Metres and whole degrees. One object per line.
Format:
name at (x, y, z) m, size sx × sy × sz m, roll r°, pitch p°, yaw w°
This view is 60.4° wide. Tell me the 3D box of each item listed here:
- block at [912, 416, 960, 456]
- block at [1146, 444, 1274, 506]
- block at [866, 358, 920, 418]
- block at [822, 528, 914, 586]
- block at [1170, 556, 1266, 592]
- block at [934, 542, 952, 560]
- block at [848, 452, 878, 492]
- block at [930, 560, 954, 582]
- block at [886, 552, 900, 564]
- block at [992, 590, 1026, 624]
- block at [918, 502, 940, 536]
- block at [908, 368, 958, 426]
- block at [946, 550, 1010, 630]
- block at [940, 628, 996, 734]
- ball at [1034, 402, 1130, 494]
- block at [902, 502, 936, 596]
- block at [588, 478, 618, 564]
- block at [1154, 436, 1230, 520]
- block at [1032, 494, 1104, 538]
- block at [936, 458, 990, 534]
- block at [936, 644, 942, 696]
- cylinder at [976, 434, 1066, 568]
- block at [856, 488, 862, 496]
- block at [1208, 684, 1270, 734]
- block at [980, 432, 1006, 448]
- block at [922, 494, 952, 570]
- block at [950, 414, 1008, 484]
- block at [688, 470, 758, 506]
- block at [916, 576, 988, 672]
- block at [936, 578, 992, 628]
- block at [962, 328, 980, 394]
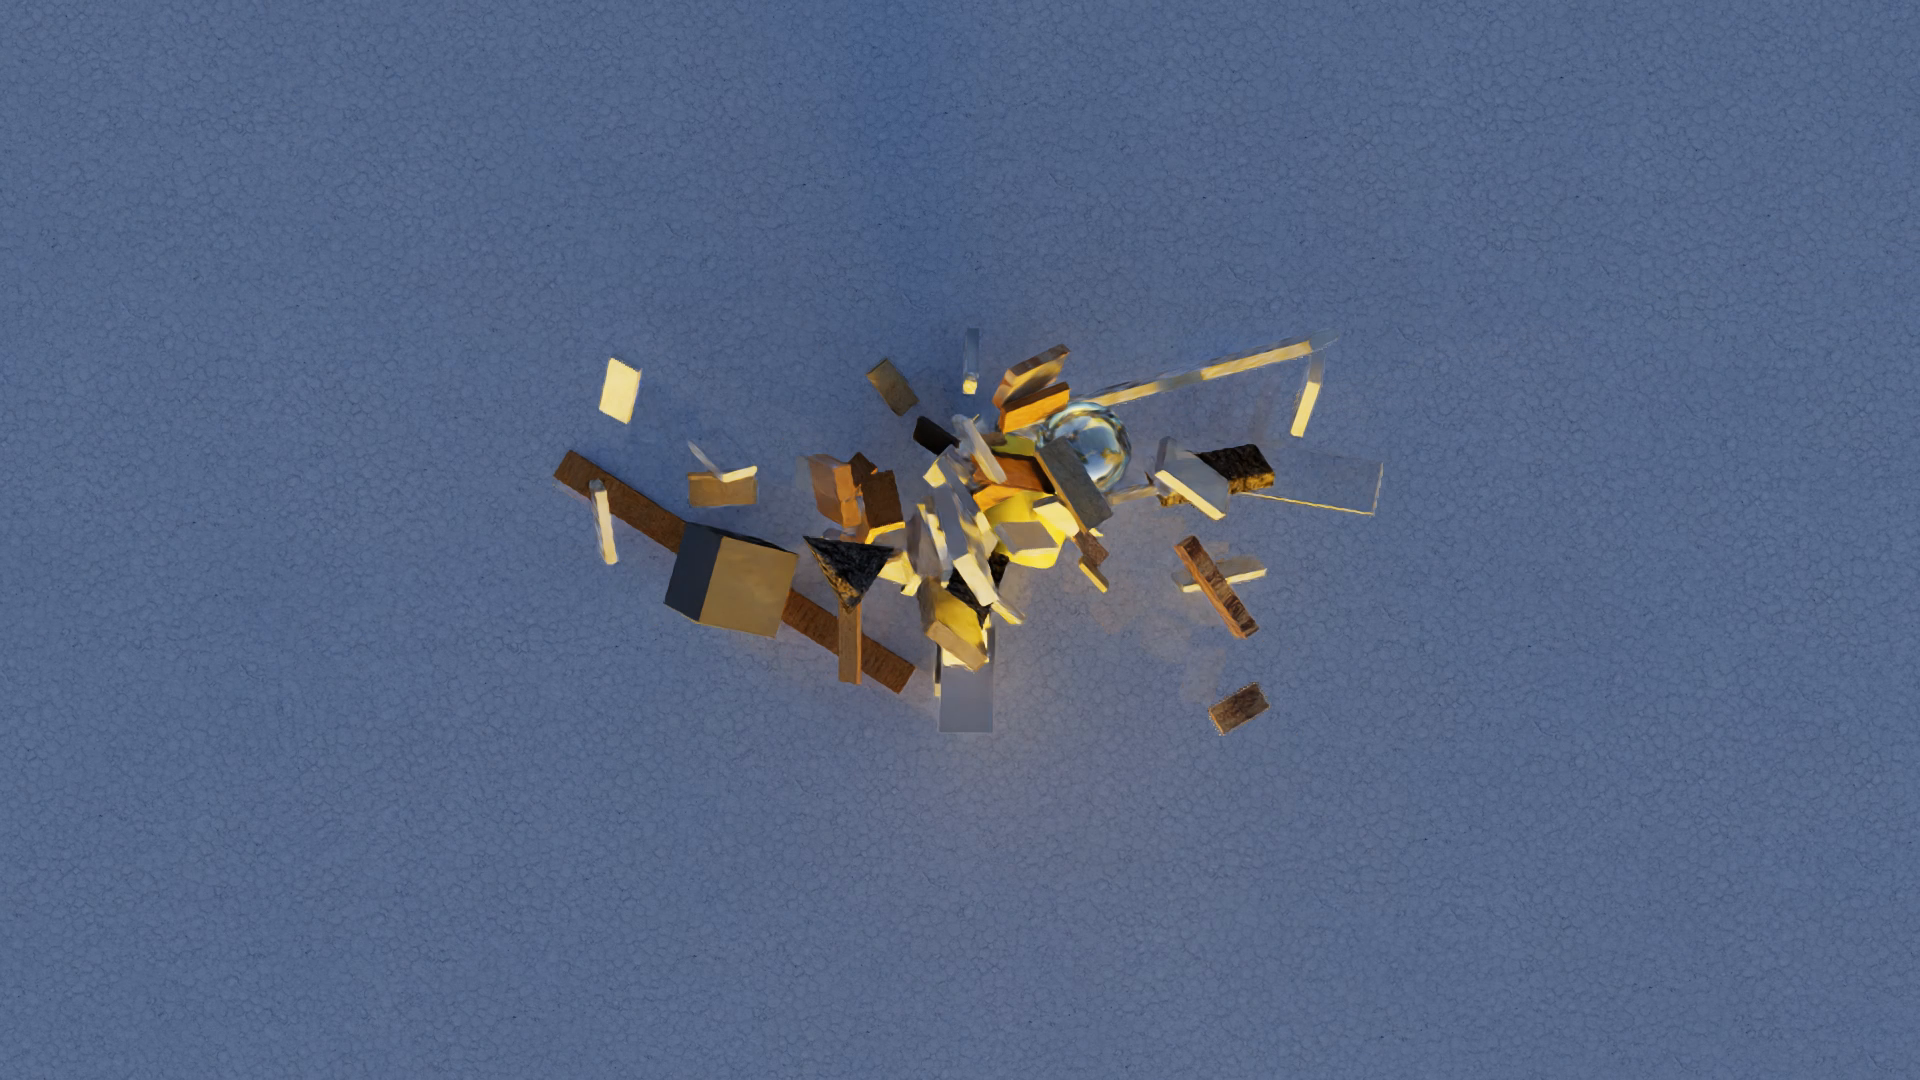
block at (-0.066, -0.277, 4.564) m, size 0.140 × 0.020 × 0.070 m, roll 35°, pitch 127°, yaw 25°
block at (0.711, -0.186, 4.700) m, size 0.327 × 0.163 × 0.046 m, roll -11°, pitch 125°, yaw -6°
block at (-0.222, -0.502, 5.449) m, size 0.088 × 0.025 × 0.176 m, roll -39°, pitch 107°, yaw -5°
block at (-0.291, 0.051, 5.213) m, size 0.282 × 0.141 × 0.040 m, roll 16°, pitch 60°, yaw 22°
block at (0.847, 0.111, 5.408) m, size 0.301 × 0.090 × 0.026 m, roll -11°, pitch 124°, yaw -18°
block at (0.011, 0.045, 5.361) m, size 0.141 × 0.282 × 0.040 m, roll -31°, pitch 116°, yaw 3°
block at (-0.330, -0.189, 5.003) m, size 0.075 × 0.021 × 0.149 m, roll 42°, pitch 79°, yaw 14°
block at (-0.049, 0.093, 5.045) m, size 0.111 × 0.055 × 0.016 m, roll -35°, pitch 78°, yaw 24°
block at (-0.239, 0.059, 4.949) m, size 0.111 × 0.055 × 0.016 m, roll -13°, pitch 110°, yaw -19°
block at (0.116, 0.193, 5.123) m, size 0.181 × 0.090 × 0.026 m, roll 42°, pitch 74°, yaw -14°
block at (-0.087, -0.063, 4.955) m, size 0.016 × 0.055 × 0.111 m, roll -36°, pitch 117°, yaw -32°
block at (-0.089, -0.476, 5.477) m, size 0.088 × 0.025 × 0.176 m, roll -32°, pitch 95°, yaw 4°
block at (0.029, 0.152, 4.731) m, size 0.138 × 0.039 × 0.275 m, roll 21°, pitch 71°, yaw 1°
block at (0.023, 0.436, 5.157) m, size 0.164 × 0.047 × 0.328 m, roll 2°, pitch 85°, yaw 0°
ball at (0.341, -0.253, 4.584) m, size 0.266 × 0.266 × 0.266 m, roll 0°, pitch 90°, yaw 0°
block at (-0.134, 0.026, 5.362) m, size 0.040 × 0.141 × 0.282 m, roll 16°, pitch 56°, yaw -16°
block at (-0.967, -0.050, 4.469) m, size 0.030 × 0.104 × 0.209 m, roll -12°, pitch 114°, yaw -18°
block at (0.617, -0.165, 4.373) m, size 0.236 × 0.033 × 0.118 m, roll 34°, pitch 50°, yaw -26°
block at (0.286, -0.058, 4.358) m, size 0.183 × 0.091 × 0.026 m, roll 35°, pitch 57°, yaw -33°
block at (0.007, -0.118, 4.333) m, size 0.029 × 0.101 × 0.202 m, roll -33°, pitch 60°, yaw -2°
block at (0.004, 0.409, 5.339) m, size 0.164 × 0.329 × 0.047 m, roll 0°, pitch 113°, yaw 0°
cylinder at (0.193, -0.117, 4.897) m, size 0.299 × 0.299 × 0.299 m, roll 20°, pitch 105°, yaw 0°
block at (-0.358, -0.155, 5.412) m, size 0.088 × 0.176 × 0.025 m, roll -17°, pitch 90°, yaw 0°
block at (0.922, 0.559, 5.455) m, size 0.181 × 0.026 × 0.090 m, roll -28°, pitch 80°, yaw -12°
block at (0.070, -0.266, 4.437) m, size 0.101 × 0.050 × 0.014 m, roll -9°, pitch 123°, yaw -7°
block at (-0.065, -0.022, 4.705) m, size 0.029 × 0.101 × 0.203 m, roll -16°, pitch 125°, yaw -1°
block at (0.047, -0.227, 4.104) m, size 0.026 × 0.092 × 0.184 m, roll -36°, pitch 109°, yaw -8°
block at (-0.699, -0.154, 4.860) m, size 0.200 × 0.028 × 0.100 m, roll -2°, pitch 98°, yaw 12°
block at (-0.022, 0.207, 4.146) m, size 0.164 × 0.328 × 0.046 m, roll 37°, pitch 101°, yaw -15°
block at (0.011, 0.200, 5.345) m, size 0.164 × 0.329 × 0.047 m, roll -4°, pitch 119°, yaw 0°
block at (0.027, -0.454, 4.204) m, size 0.032 × 0.229 × 0.114 m, roll 1°, pitch 81°, yaw -2°
